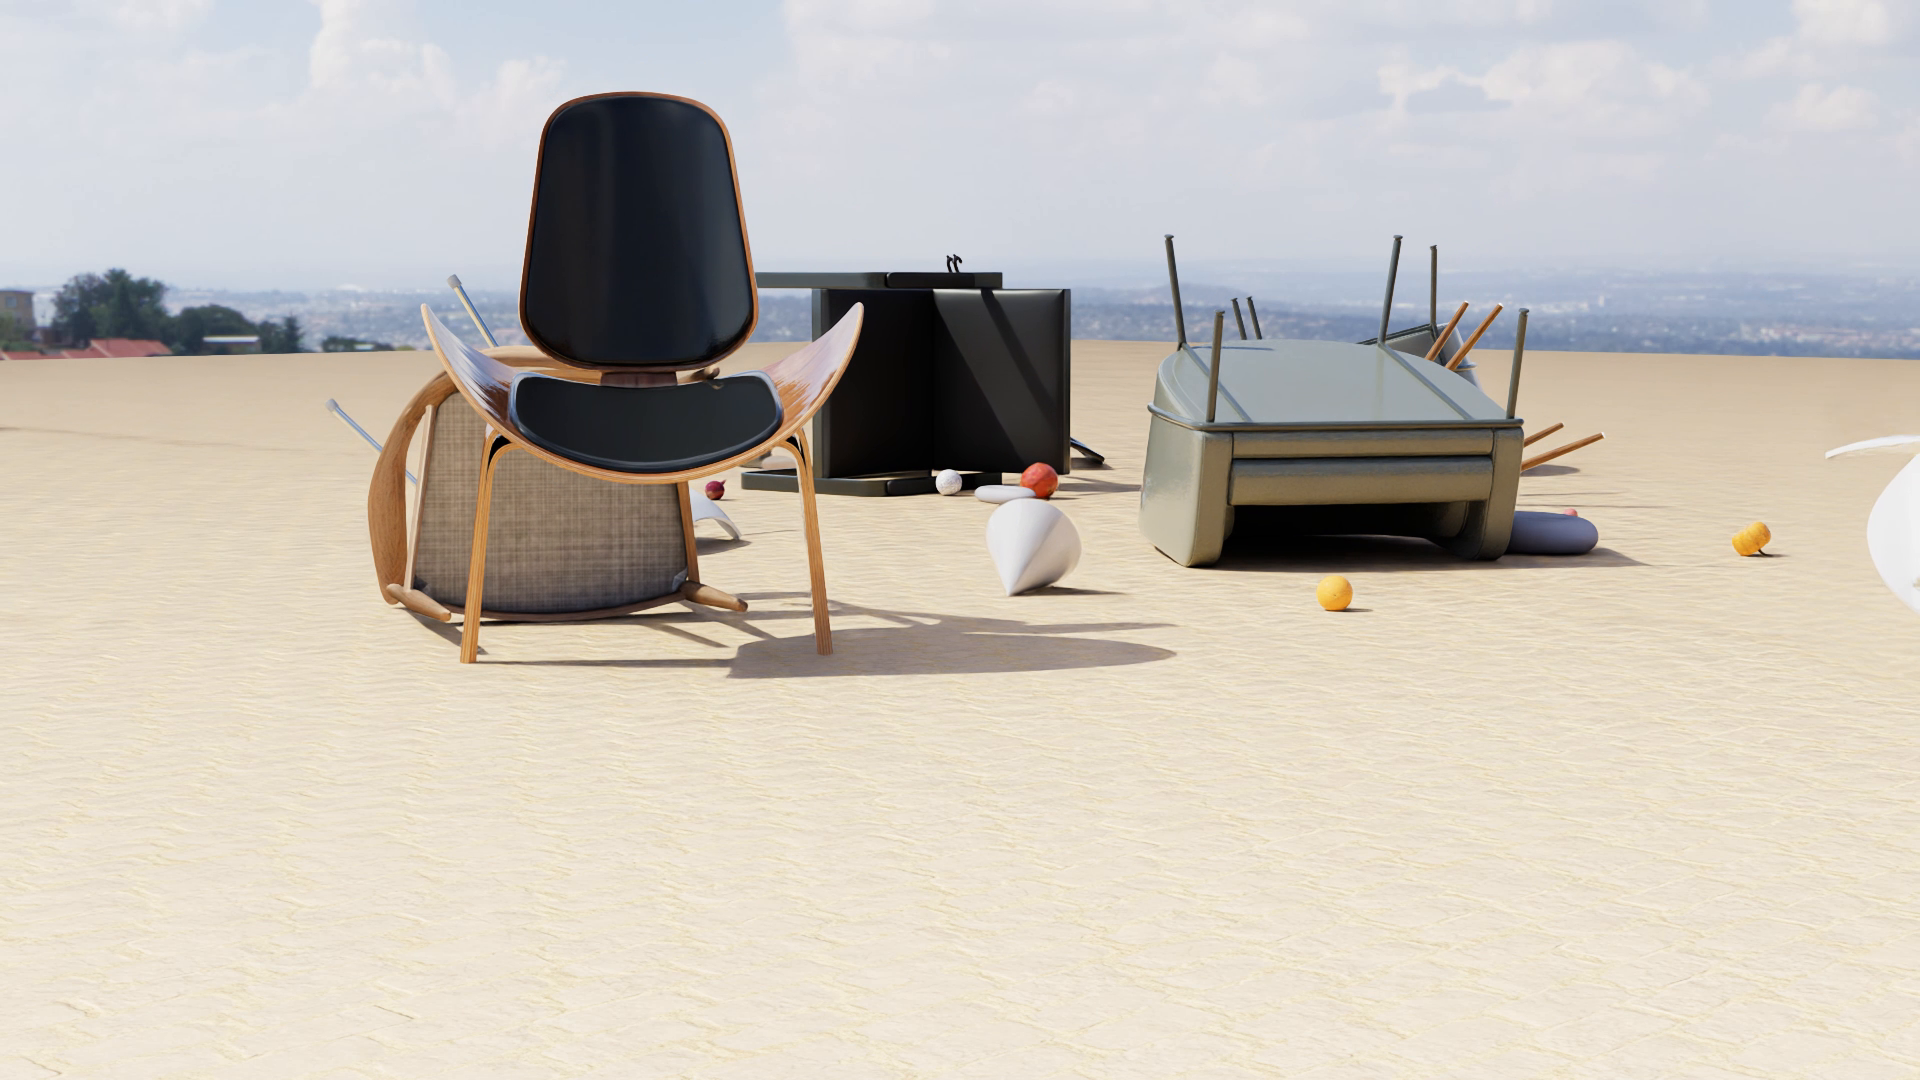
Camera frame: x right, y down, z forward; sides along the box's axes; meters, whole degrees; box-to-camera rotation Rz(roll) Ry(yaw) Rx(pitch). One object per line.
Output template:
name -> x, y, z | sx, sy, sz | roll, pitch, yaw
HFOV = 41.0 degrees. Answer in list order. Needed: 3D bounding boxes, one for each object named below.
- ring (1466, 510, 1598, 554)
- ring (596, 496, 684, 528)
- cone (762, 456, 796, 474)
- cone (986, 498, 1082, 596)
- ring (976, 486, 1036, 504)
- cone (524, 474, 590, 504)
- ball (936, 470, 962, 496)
ring -> 1.378, -0.018, 6.183 | 0.272, 0.085, 0.352 | -2, 7, -30
ring -> -0.845, -0.074, 6.758 | 0.235, 0.077, 0.155 | 2, 5, 9
cone -> -0.609, -0.238, 8.576 | 0.122, 0.077, 0.047 | -5, -32, -19
cone -> 0.127, 0.061, 5.335 | 0.208, 0.252, 0.170 | 22, 47, 6
ring -> 0.132, -0.131, 7.467 | 0.119, 0.045, 0.257 | -5, 7, -35
cone -> -1.161, -0.129, 7.469 | 0.198, 0.084, 0.144 | -3, 23, -19
ball -> -0.033, -0.172, 7.695 | 0.080, 0.080, 0.080 | 0, 6, 0
